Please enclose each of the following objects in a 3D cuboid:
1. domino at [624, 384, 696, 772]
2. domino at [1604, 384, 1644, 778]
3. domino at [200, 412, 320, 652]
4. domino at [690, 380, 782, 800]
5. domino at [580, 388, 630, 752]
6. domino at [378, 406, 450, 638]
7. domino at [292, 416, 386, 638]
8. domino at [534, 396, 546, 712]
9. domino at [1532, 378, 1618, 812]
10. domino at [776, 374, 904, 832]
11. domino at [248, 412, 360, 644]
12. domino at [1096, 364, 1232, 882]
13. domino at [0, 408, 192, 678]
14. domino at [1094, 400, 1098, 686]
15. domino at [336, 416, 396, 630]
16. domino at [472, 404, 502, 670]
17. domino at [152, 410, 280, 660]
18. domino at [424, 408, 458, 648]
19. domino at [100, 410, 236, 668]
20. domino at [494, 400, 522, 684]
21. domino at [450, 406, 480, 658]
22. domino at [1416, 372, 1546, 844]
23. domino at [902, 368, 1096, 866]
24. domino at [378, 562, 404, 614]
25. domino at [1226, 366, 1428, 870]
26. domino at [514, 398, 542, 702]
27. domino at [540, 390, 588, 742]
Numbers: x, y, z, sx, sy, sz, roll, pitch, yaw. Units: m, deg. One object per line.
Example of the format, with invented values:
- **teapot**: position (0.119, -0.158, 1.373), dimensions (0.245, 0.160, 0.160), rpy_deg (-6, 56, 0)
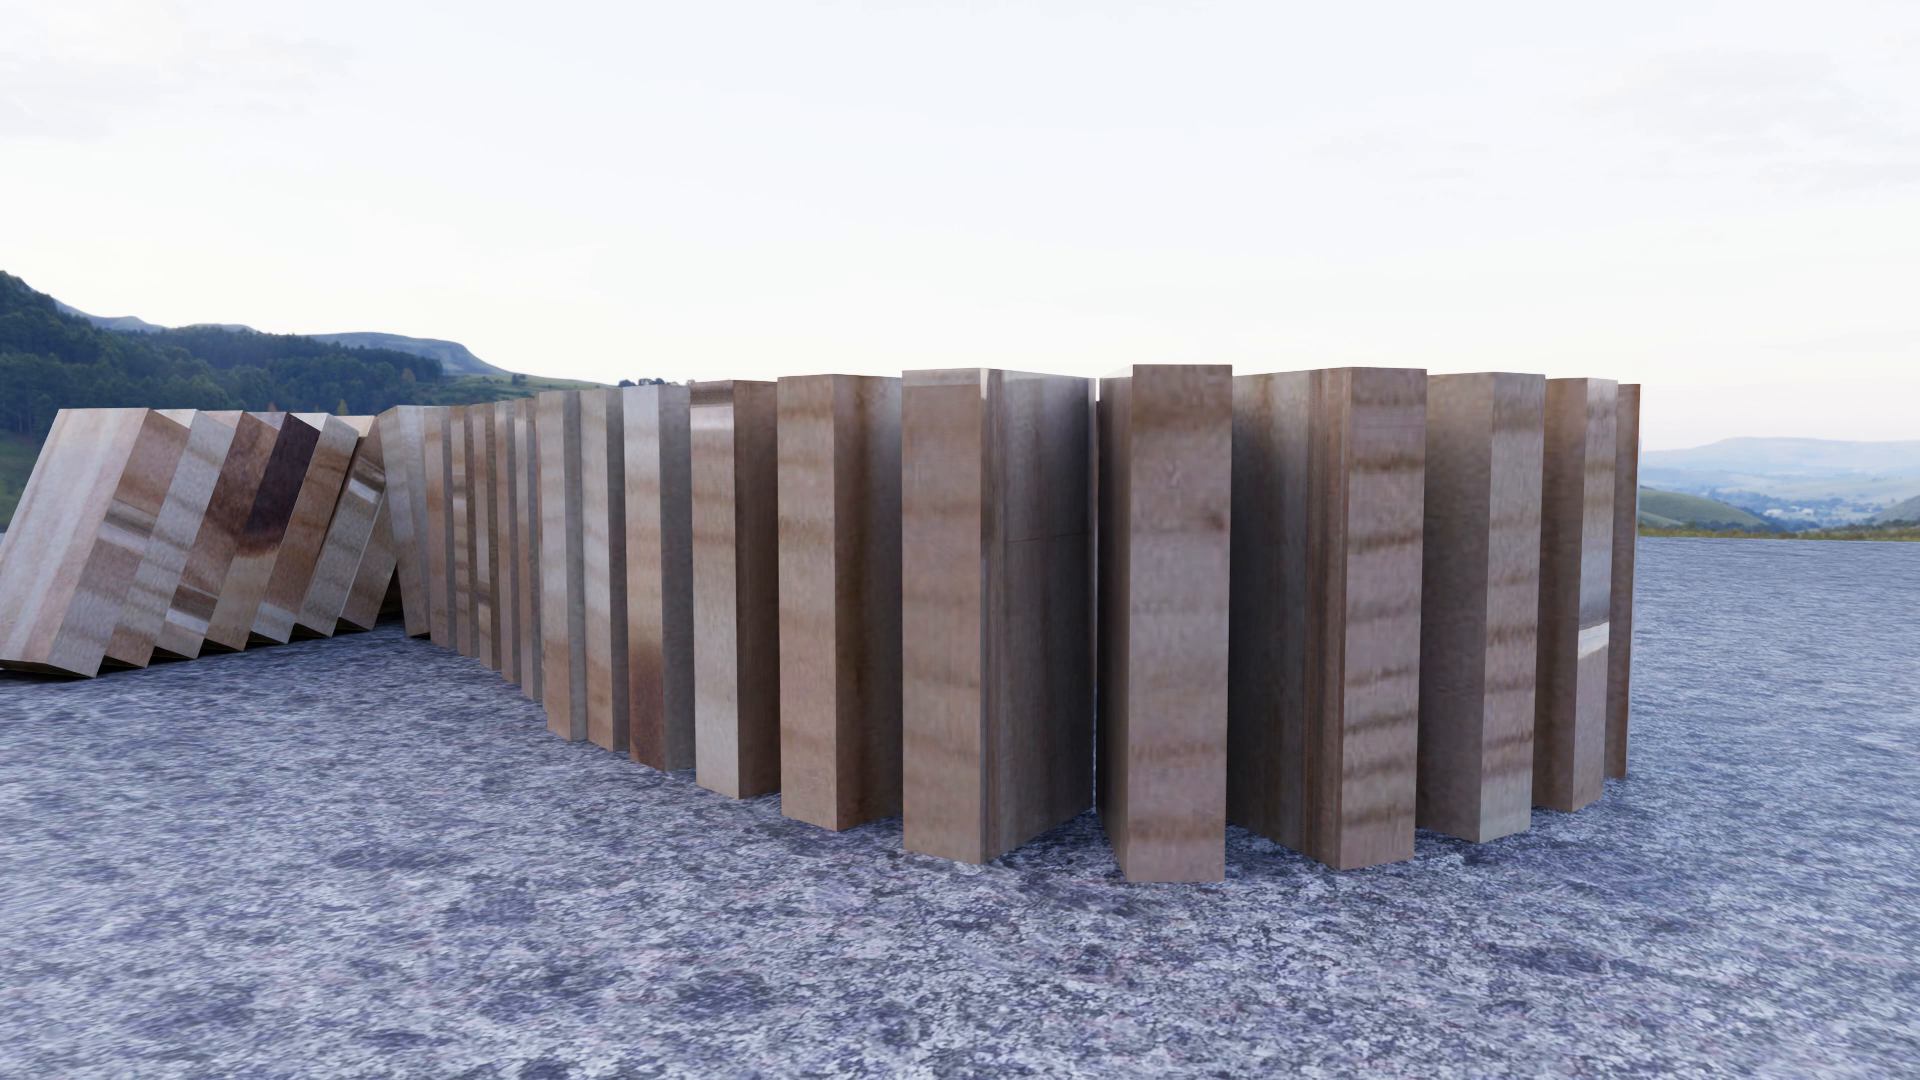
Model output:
- **domino**: position (-0.032, 0.004, 0.176), dimensions (0.025, 0.050, 0.009), rpy_deg (-4, 6, -41)
- **domino**: position (0.076, 0.005, 0.172), dimensions (0.025, 0.050, 0.010), rpy_deg (2, 5, 30)
- **domino**: position (-0.156, -0.002, 0.272), dimensions (0.025, 0.050, 0.010), rpy_deg (2, -21, 21)
- **domino**: position (-0.021, 0.005, 0.164), dimensions (0.025, 0.050, 0.010), rpy_deg (-4, 6, -43)
- **domino**: position (-0.041, 0.004, 0.187), dimensions (0.025, 0.050, 0.009), rpy_deg (-3, 5, -37)
- **domino**: position (-0.114, -0.005, 0.291), dimensions (0.010, 0.050, 0.025), rpy_deg (-12, -5, 40)
- **domino**: position (-0.147, -0.004, 0.292), dimensions (0.025, 0.050, 0.010), rpy_deg (2, -22, 21)
- **domino**: position (-0.054, 0.002, 0.206), dimensions (0.025, 0.050, 0.009), rpy_deg (-2, 5, -29)
- **domino**: position (0.065, 0.006, 0.159), dimensions (0.010, 0.050, 0.025), rpy_deg (-4, 6, -44)
- **domino**: position (-0.009, 0.006, 0.151), dimensions (0.009, 0.050, 0.025), rpy_deg (4, 6, 43)
- **domino**: position (-0.152, -0.003, 0.282), dimensions (0.025, 0.050, 0.010), rpy_deg (2, -21, 21)
- **domino**: position (0.021, 0.007, 0.135), dimensions (0.009, 0.050, 0.025), rpy_deg (0, 4, -1)
- **domino**: position (-0.167, 0.000, 0.242), dimensions (0.025, 0.050, 0.010), rpy_deg (2, -21, 21)
- **domino**: position (0.025, 0.000, 0.238), dimensions (0.009, 0.050, 0.025), rpy_deg (-1, 4, -11)
- **domino**: position (-0.143, -0.004, 0.301), dimensions (0.025, 0.050, 0.009), rpy_deg (2, -22, 22)
- **domino**: position (-0.080, -0.001, 0.250), dimensions (0.025, 0.050, 0.010), rpy_deg (-3, 5, -34)
- **domino**: position (-0.160, -0.002, 0.262), dimensions (0.025, 0.050, 0.009), rpy_deg (2, -21, 21)
- **domino**: position (-0.101, -0.003, 0.277), dimensions (0.025, 0.050, 0.010), rpy_deg (-4, 6, -43)
- **domino**: position (-0.164, -0.001, 0.252), dimensions (0.025, 0.050, 0.009), rpy_deg (2, -21, 21)
- **domino**: position (-0.071, 0.000, 0.235), dimensions (0.025, 0.050, 0.010), rpy_deg (-3, 5, -31)
- **domino**: position (-0.090, -0.002, 0.264), dimensions (0.025, 0.050, 0.010), rpy_deg (-3, 5, -36)
- **domino**: position (0.052, 0.006, 0.148), dimensions (0.009, 0.050, 0.025), rpy_deg (-3, 5, -35)
- **domino**: position (0.005, 0.007, 0.141), dimensions (0.010, 0.050, 0.025), rpy_deg (3, 5, 33)
- **domino**: position (-0.133, 0.008, 0.328), dimensions (0.025, 0.010, 0.050), rpy_deg (-26, -5, 19)
- **domino**: position (0.037, 0.007, 0.139), dimensions (0.009, 0.050, 0.025), rpy_deg (-2, 5, -23)
- **domino**: position (-0.062, 0.001, 0.221), dimensions (0.025, 0.050, 0.010), rpy_deg (-2, 5, -30)
- **domino**: position (-0.049, 0.003, 0.193), dimensions (0.025, 0.050, 0.009), rpy_deg (-3, 5, -37)
